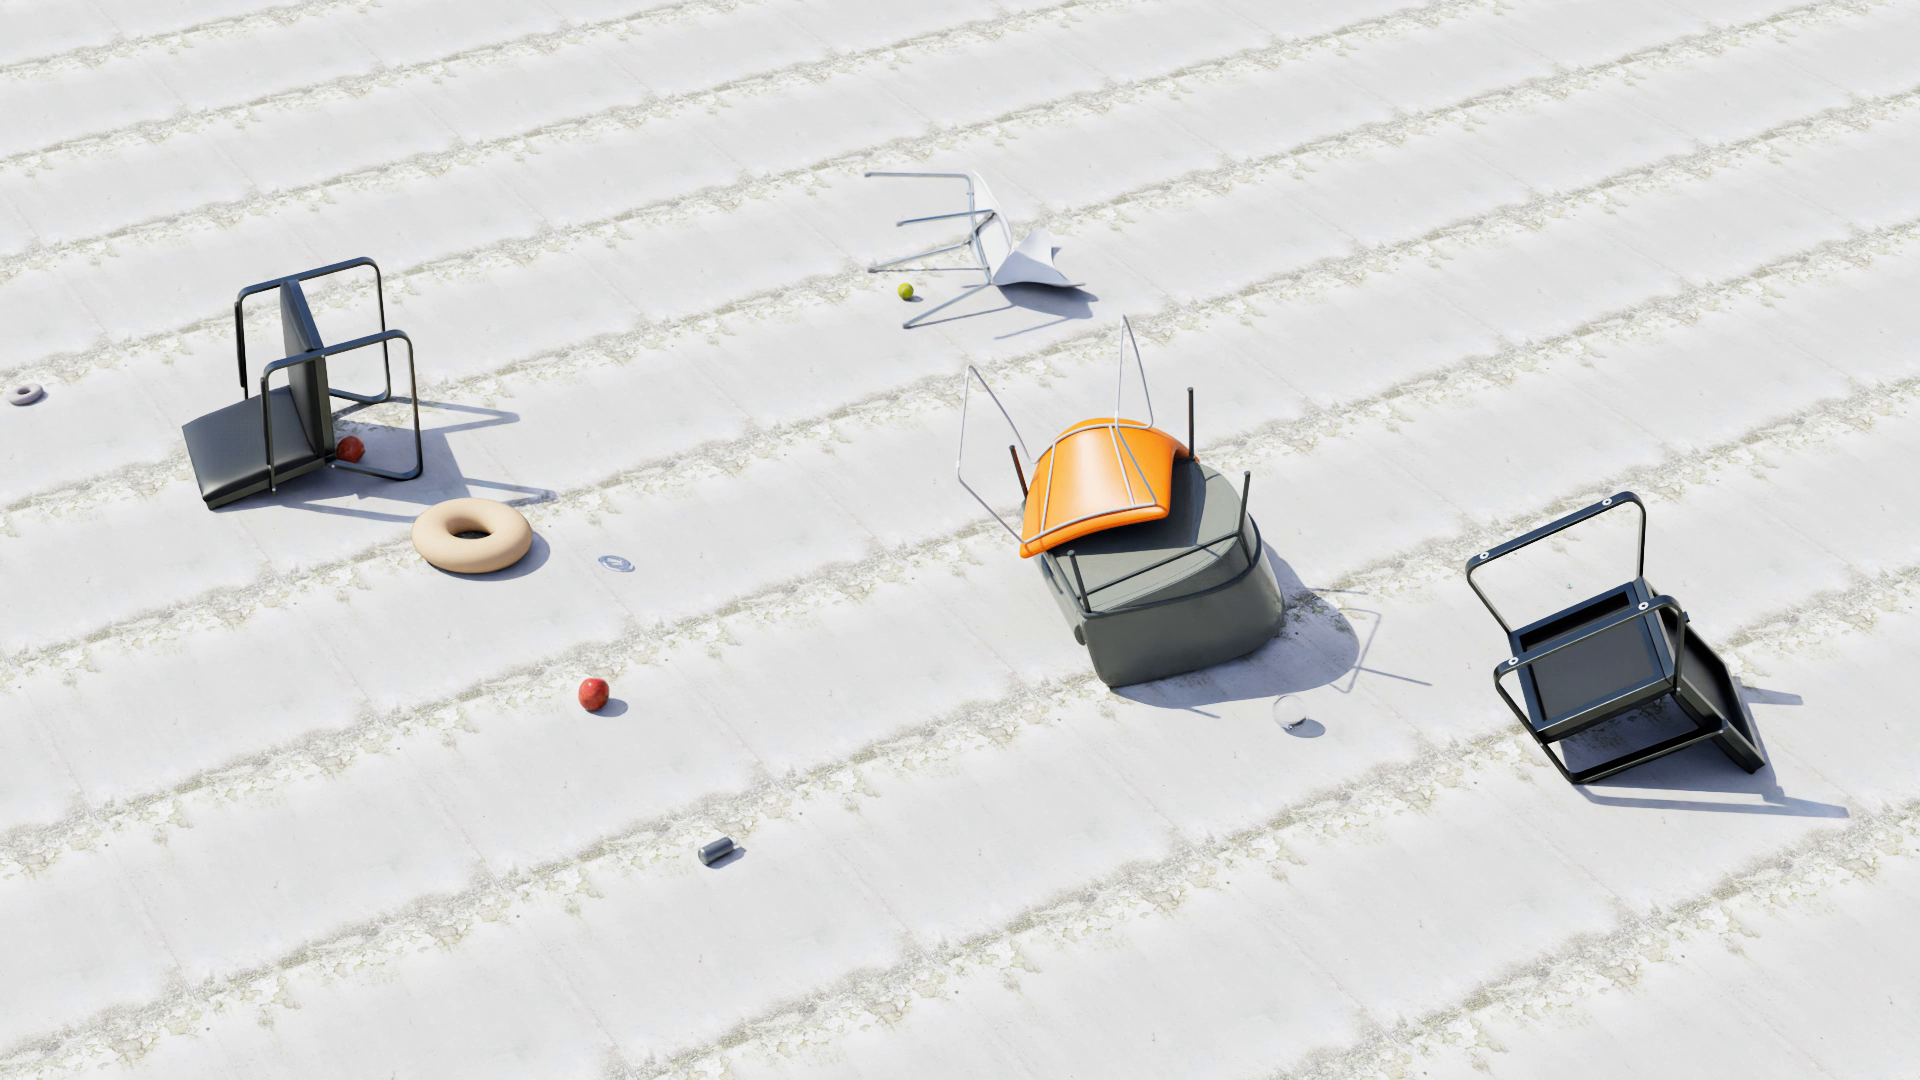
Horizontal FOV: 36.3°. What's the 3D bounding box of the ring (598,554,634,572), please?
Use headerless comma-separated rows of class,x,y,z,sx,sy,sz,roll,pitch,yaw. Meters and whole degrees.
ring,-1.269,0.085,10.800,0.148,0.018,0.075,17,37,23

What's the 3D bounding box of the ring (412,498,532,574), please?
ring,-1.809,-0.018,10.867,0.465,0.119,0.403,16,37,21

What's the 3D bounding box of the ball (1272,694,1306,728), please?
ball,1.120,0.583,9.954,0.115,0.115,0.115,0,33,0

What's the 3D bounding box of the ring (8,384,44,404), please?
ring,-3.762,-0.588,11.804,0.116,0.036,0.150,25,41,33
